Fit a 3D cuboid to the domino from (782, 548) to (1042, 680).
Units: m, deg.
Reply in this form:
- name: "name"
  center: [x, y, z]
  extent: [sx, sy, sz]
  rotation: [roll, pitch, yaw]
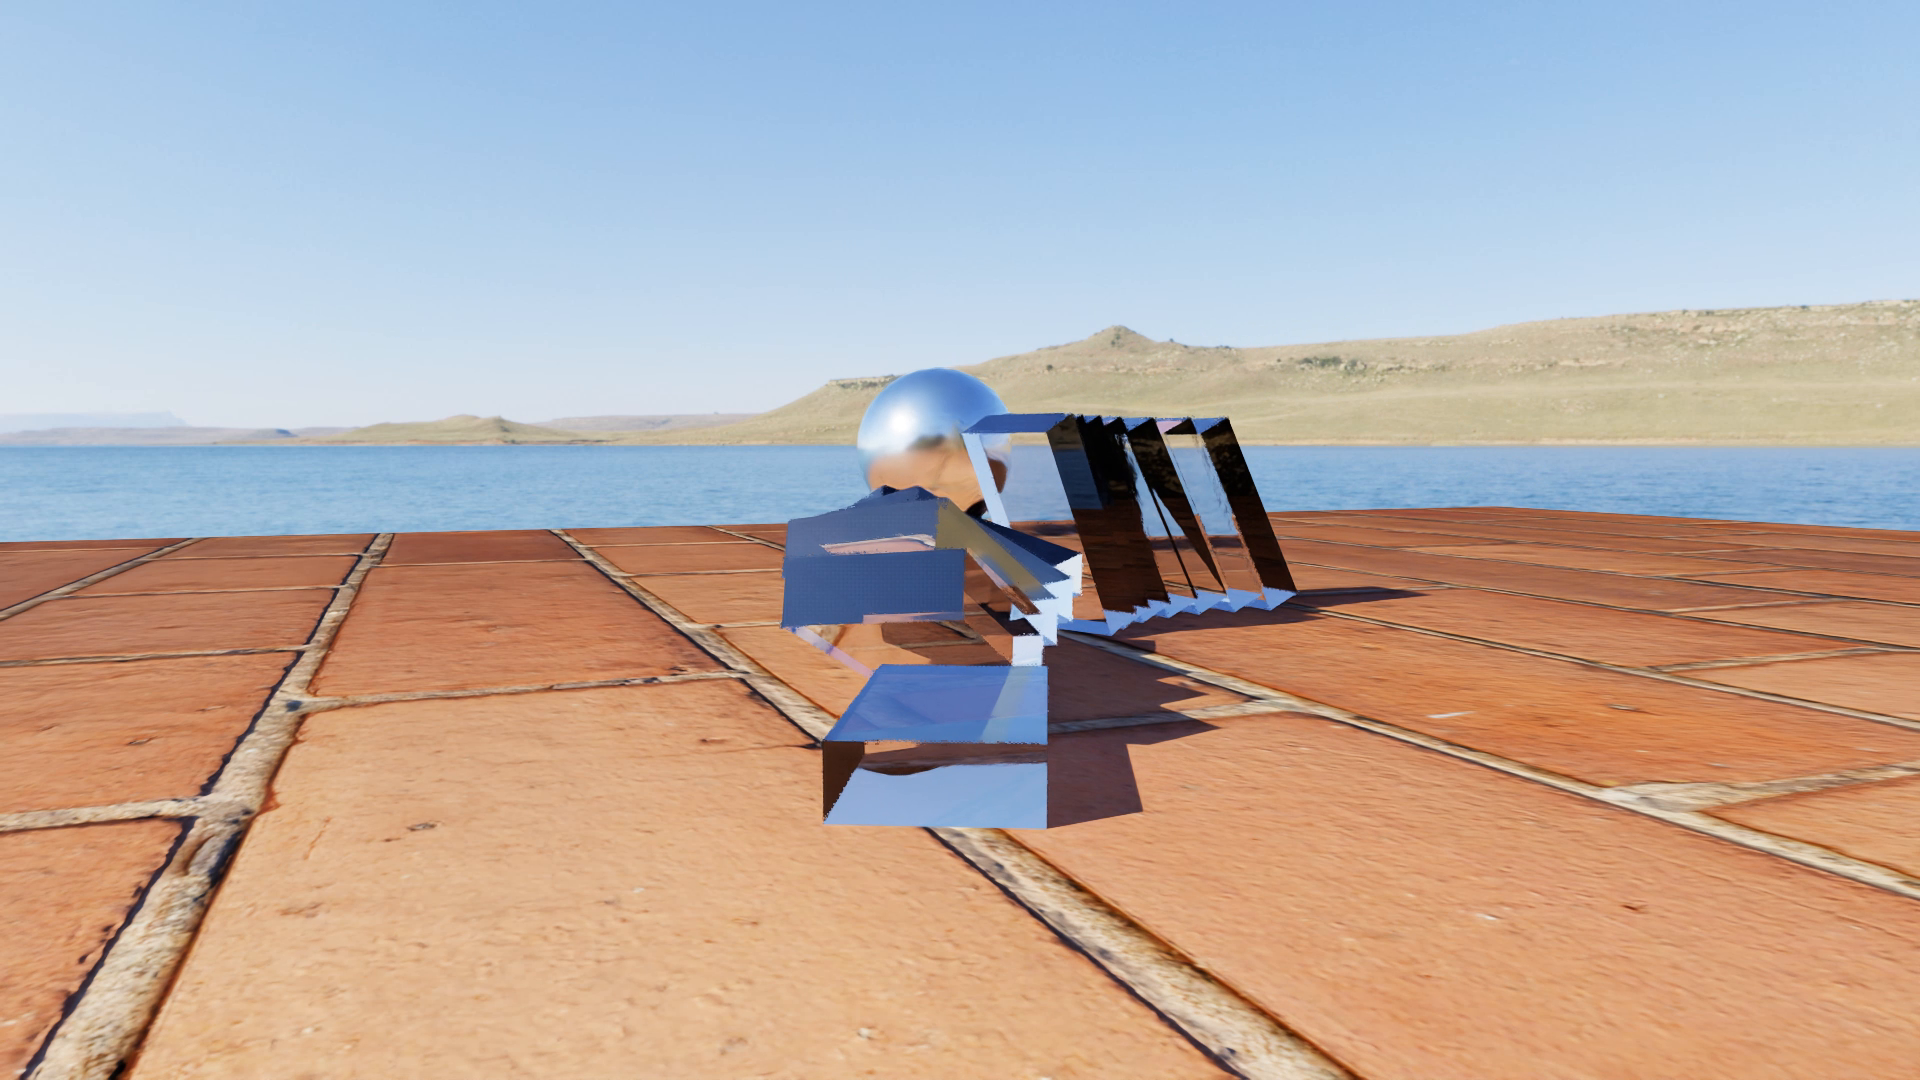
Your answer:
- name: "domino"
  center: [-0.005, 0.014, 0.192]
  extent: [0.025, 0.010, 0.050]
  rotation: [-3, -18, 15]

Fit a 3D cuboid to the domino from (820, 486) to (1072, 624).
- name: "domino"
  center: [-0.002, 0.006, 0.254]
  extent: [0.025, 0.010, 0.050]
  rotation: [-15, -30, 36]

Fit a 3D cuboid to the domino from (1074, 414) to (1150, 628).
- name: "domino"
  center: [0.025, -0.004, 0.299]
  extent: [0.010, 0.050, 0.025]
  rotation: [-34, 23, -31]

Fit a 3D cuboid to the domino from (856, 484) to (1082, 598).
- name: "domino"
  center: [-0.002, 0.004, 0.273]
  extent: [0.050, 0.009, 0.025]
  rotation: [19, -28, -29]

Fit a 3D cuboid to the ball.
- name: "ball"
  center: [-0.011, -0.045, 0.639]
  extent: [0.080, 0.080, 0.080]
  rotation: [0, 4, 0]

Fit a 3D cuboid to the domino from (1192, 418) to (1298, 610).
- name: "domino"
  center: [0.068, -0.007, 0.335]
  extent: [0.009, 0.050, 0.025]
  rotation: [-30, 15, -18]

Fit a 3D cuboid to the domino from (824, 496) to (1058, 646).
- name: "domino"
  center: [-0.003, 0.008, 0.234]
  extent: [0.025, 0.010, 0.050]
  rotation: [-8, -25, 24]

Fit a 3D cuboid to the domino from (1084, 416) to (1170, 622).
- name: "domino"
  center: [0.031, -0.005, 0.310]
  extent: [0.010, 0.050, 0.025]
  rotation: [-32, 19, -26]

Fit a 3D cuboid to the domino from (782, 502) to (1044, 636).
- name: "domino"
  center: [-0.006, 0.009, 0.213]
  extent: [0.025, 0.009, 0.050]
  rotation: [-6, -25, 21]

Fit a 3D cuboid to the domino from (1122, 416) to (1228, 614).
- name: "domino"
  center: [0.048, -0.006, 0.327]
  extent: [0.009, 0.050, 0.025]
  rotation: [-30, 15, -18]

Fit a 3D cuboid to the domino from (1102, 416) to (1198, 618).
- name: "domino"
  center: [0.040, -0.006, 0.320]
  extent: [0.009, 0.050, 0.025]
  rotation: [-30, 15, -18]

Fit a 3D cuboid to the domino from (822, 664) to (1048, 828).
- name: "domino"
  center: [-0.001, 0.025, 0.167]
  extent: [0.025, 0.010, 0.050]
  rotation: [0, 4, 4]

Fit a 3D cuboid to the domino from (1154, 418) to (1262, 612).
- name: "domino"
  center: [0.058, -0.007, 0.331]
  extent: [0.009, 0.050, 0.025]
  rotation: [-30, 15, -18]

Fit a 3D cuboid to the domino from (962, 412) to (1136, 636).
- name: "domino"
  center: [0.020, -0.004, 0.287]
  extent: [0.025, 0.050, 0.009]
  rotation: [4, 32, 45]
